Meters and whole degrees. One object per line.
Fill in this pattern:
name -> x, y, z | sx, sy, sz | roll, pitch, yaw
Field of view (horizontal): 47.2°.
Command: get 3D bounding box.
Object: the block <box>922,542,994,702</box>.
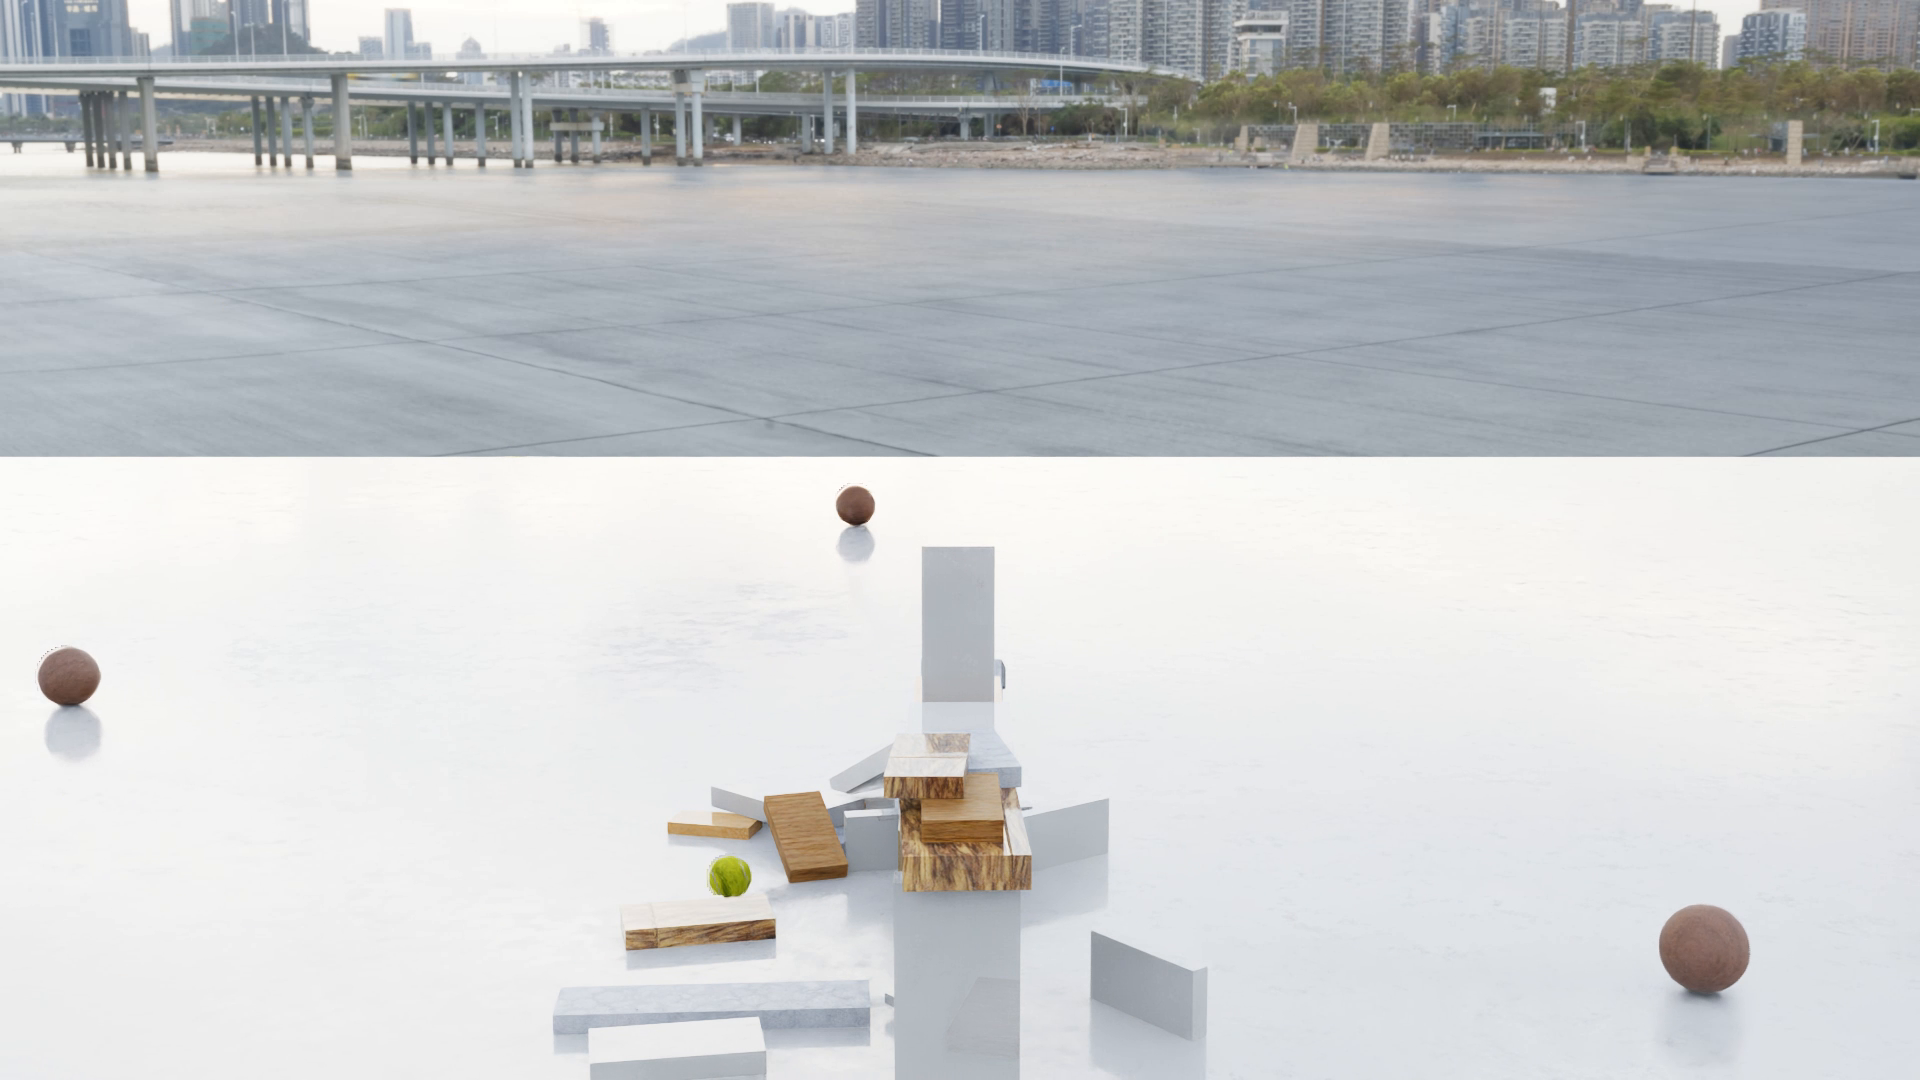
block -> -0.003, 0.138, 3.554 | 0.117, 0.267, 0.033 | 0, 11, 0

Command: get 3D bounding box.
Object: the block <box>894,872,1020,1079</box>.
block -> -0.004, 0.585, 2.817 | 0.160, 0.320, 0.045 | 0, 11, 0

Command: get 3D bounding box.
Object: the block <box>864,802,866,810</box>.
block -> -0.255, 0.506, 4.063 | 0.155, 0.022, 0.077 | 1, 11, 4

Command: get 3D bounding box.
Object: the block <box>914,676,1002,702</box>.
block -> -0.004, 0.280, 3.632 | 0.145, 0.041, 0.291 | 0, 11, 0

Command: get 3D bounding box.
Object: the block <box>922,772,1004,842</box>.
block -> 0.001, 0.349, 2.882 | 0.104, 0.029, 0.208 | 0, 11, -1

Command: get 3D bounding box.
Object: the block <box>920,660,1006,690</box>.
block -> 0.010, 0.292, 4.763 | 0.169, 0.048, 0.338 | 0, -6, 3

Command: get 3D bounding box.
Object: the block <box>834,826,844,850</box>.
block -> -0.184, 0.536, 3.888 | 0.182, 0.026, 0.091 | 4, 11, 19

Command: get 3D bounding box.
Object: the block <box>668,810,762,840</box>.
block -> -0.446, 0.517, 4.000 | 0.155, 0.022, 0.077 | 3, 11, 13

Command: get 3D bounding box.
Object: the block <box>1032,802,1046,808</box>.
block -> 0.168, 0.516, 4.009 | 0.077, 0.022, 0.165 | -8, 13, -38

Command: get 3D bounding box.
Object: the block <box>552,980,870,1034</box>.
block -> -0.353, 0.670, 3.157 | 0.446, 0.029, 0.104 | -1, 11, -4

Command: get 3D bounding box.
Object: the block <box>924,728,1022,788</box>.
block -> 0.016, 0.308, 3.105 | 0.104, 0.029, 0.208 | -2, 10, -10

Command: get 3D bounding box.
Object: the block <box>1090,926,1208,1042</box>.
block -> 0.269, 0.633, 3.150 | 0.029, 0.104, 0.208 | -9, 14, -39

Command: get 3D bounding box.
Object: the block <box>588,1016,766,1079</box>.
block -> -0.387, 0.697, 3.000 | 0.235, 0.033, 0.117 | -2, 11, -10

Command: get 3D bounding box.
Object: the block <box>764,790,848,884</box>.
block -> -0.269, 0.512, 3.807 | 0.101, 0.029, 0.202 | -3, 33, -18

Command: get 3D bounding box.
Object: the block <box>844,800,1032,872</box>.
block -> -0.037, 0.512, 3.805 | 0.326, 0.101, 0.029 | -2, 15, -11

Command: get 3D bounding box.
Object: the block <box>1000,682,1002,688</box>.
block -> 0.001, 0.376, 4.462 | 0.169, 0.048, 0.338 | 0, 19, 1

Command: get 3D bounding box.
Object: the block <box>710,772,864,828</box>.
block -> -0.317, 0.480, 4.026 | 0.136, 0.039, 0.273 | -10, 13, -44

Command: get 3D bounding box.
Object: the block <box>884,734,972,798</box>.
block -> -0.042, 0.303, 2.967 | 0.104, 0.029, 0.208 | 0, 11, 3

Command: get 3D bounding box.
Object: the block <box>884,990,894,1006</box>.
block -> -0.048, 0.657, 3.181 | 0.112, 0.016, 0.056 | -9, 14, -39

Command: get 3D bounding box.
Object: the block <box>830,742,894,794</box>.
block -> -0.109, 0.407, 4.021 | 0.136, 0.039, 0.440 | -10, -12, -23

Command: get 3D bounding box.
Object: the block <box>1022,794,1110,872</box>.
block -> 0.172, 0.511, 3.820 | 0.202, 0.101, 0.029 | -7, 13, -35

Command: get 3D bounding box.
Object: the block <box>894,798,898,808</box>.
block -> -0.018, 0.477, 3.860 | 0.091, 0.026, 0.182 | -30, -41, 31

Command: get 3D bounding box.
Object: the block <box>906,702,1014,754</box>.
block -> -0.001, 0.307, 3.323 | 0.159, 0.045, 0.319 | 0, 11, 0

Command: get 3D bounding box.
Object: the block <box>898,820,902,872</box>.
block -> -0.004, 0.546, 3.027 | 0.160, 0.320, 0.045 | 0, 11, 0

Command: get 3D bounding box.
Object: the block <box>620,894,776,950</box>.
block -> -0.417, 0.606, 3.492 | 0.235, 0.033, 0.117 | -2, 11, -13

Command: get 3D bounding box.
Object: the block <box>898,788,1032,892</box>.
block -> 0.002, 0.385, 2.892 | 0.160, 0.045, 0.320 | 0, 11, -2
